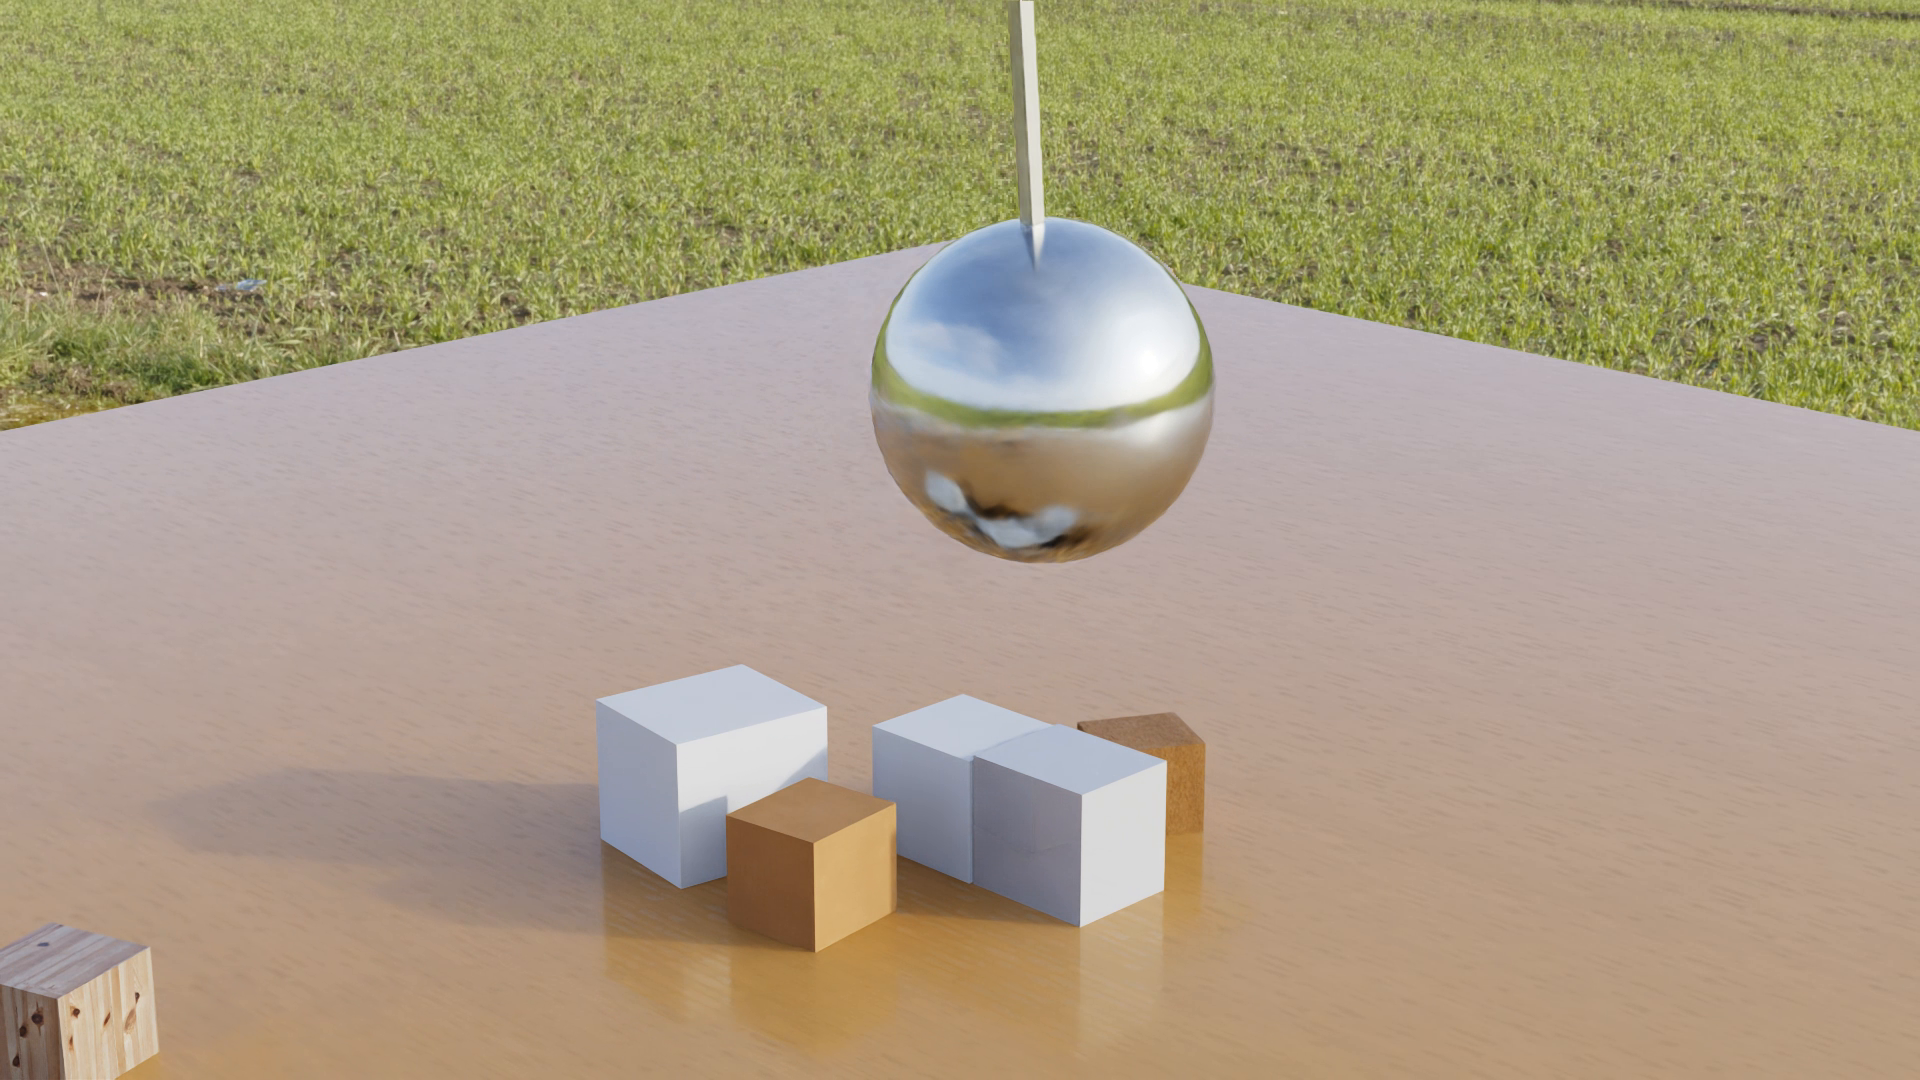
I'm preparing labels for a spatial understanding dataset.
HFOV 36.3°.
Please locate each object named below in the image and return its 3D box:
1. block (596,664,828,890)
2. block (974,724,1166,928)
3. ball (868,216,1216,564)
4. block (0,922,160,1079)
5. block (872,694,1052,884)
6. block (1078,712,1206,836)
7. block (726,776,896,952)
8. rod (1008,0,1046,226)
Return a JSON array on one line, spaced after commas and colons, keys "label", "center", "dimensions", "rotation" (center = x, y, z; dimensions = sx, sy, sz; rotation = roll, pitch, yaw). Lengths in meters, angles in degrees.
[{"label": "block", "center": [-1.157, 1.090, 13.706], "dimensions": [0.810, 0.701, 0.722], "rotation": [-13, 21, -35]}, {"label": "block", "center": [0.493, 1.277, 13.233], "dimensions": [0.660, 0.628, 0.562], "rotation": [17, 24, 42]}, {"label": "ball", "center": [0.378, -0.690, 13.521], "dimensions": [1.600, 1.600, 1.600], "rotation": [0, 17, 0]}, {"label": "block", "center": [-3.568, 1.873, 11.619], "dimensions": [0.519, 0.460, 0.517], "rotation": [9, 19, 25]}, {"label": "block", "center": [0.028, 1.151, 13.687], "dimensions": [0.596, 0.597, 0.635], "rotation": [-17, 24, -42]}, {"label": "block", "center": [0.860, 1.129, 14.006], "dimensions": [0.496, 0.448, 0.432], "rotation": [-5, 18, -15]}, {"label": "block", "center": [-0.653, 1.426, 12.951], "dimensions": [0.505, 0.513, 0.561], "rotation": [13, 22, 36]}, {"label": "rod", "center": [0.164, -3.856, 12.301], "dimensions": [0.080, 5.200, 0.080], "rotation": [17, 29, 42]}]
